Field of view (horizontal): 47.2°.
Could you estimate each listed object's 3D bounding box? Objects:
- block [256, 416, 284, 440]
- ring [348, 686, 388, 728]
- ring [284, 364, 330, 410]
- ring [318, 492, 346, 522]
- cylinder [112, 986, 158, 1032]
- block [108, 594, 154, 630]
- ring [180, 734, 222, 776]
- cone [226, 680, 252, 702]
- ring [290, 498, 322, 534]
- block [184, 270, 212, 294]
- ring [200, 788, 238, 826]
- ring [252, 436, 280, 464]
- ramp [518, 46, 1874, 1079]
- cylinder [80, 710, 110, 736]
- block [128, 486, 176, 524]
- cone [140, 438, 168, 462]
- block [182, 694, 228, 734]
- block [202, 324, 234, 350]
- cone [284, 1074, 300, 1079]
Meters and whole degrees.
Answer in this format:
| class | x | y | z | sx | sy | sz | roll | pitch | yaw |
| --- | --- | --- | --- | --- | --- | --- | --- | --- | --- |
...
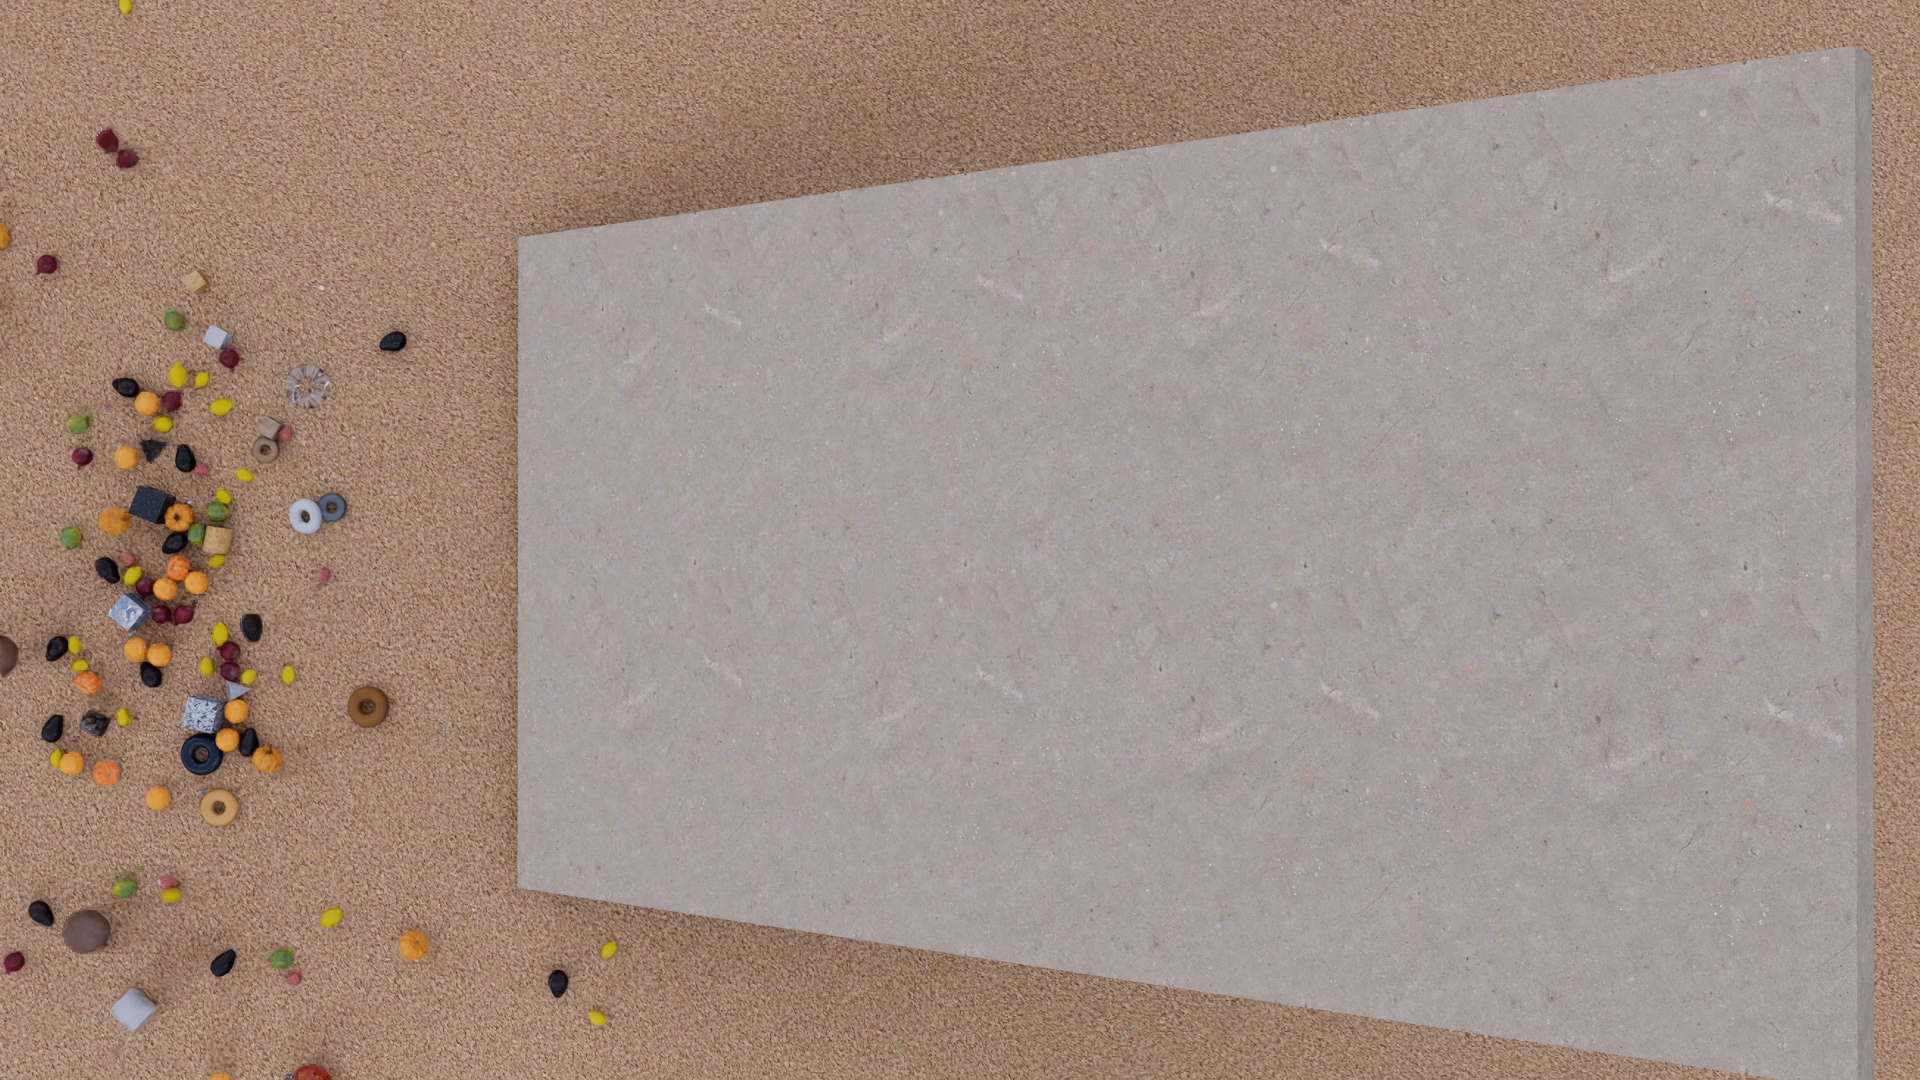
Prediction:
| class | x | y | z | sx | sy | sz | roll | pitch | yaw |
| --- | --- | --- | --- | --- | --- | --- | --- | --- | --- |
| block | -2.137 | -0.347 | 6.818 | 0.054 | 0.054 | 0.054 | 30 | 90 | 0 |
| ring | -1.835 | 0.517 | 6.819 | 0.128 | 0.043 | 0.128 | 0 | 88 | -1 |
| ring | -2.024 | -0.477 | 6.822 | 0.143 | 0.048 | 0.143 | 0 | 91 | 0 |
| ring | -1.951 | -0.101 | 6.829 | 0.091 | 0.030 | 0.091 | 0 | 90 | -1 |
| cylinder | -2.546 | 1.447 | 6.786 | 0.097 | 0.097 | 0.097 | 44 | 90 | 0 |
| block | -2.564 | 0.222 | 6.800 | 0.082 | 0.082 | 0.082 | 39 | 90 | 0 |
| ring | -2.350 | 0.665 | 6.817 | 0.131 | 0.044 | 0.131 | 0 | 91 | 0 |
| cone | -2.234 | 0.465 | 6.824 | 0.072 | 0.072 | 0.072 | -5 | 90 | -27 |
| ring | -2.027 | -0.073 | 6.814 | 0.111 | 0.037 | 0.111 | 3 | 100 | 17 |
| block | -2.367 | -0.799 | 6.822 | 0.052 | 0.052 | 0.052 | -36 | 90 | 0 |
| ring | -2.296 | 0.829 | 6.819 | 0.117 | 0.039 | 0.117 | 0 | 89 | 1 |
| ring | -2.156 | -0.280 | 6.831 | 0.083 | 0.028 | 0.083 | 0 | 91 | 0 |
| ramp | 0.209 | 0.061 | 5.524 | 4.000 | 0.100 | 2.000 | 0 | 90 | 40 |
| cylinder | -2.677 | 0.565 | 6.808 | 0.062 | 0.062 | 0.062 | 27 | 90 | 0 |
| block | -2.496 | -0.109 | 6.798 | 0.090 | 0.090 | 0.090 | 22 | 90 | 0 |
| cone | -2.493 | -0.290 | 6.827 | 0.076 | 0.076 | 0.076 | -21 | 90 | -27 |
| block | -2.332 | 0.537 | 6.793 | 0.093 | 0.093 | 0.093 | 13 | 90 | 0 |
| block | -2.301 | -0.627 | 6.818 | 0.057 | 0.057 | 0.057 | 26 | 90 | 0 |
| cone | -2.076 | 1.687 | 6.803 | 0.059 | 0.059 | 0.059 | 0 | 90 | 0 |
